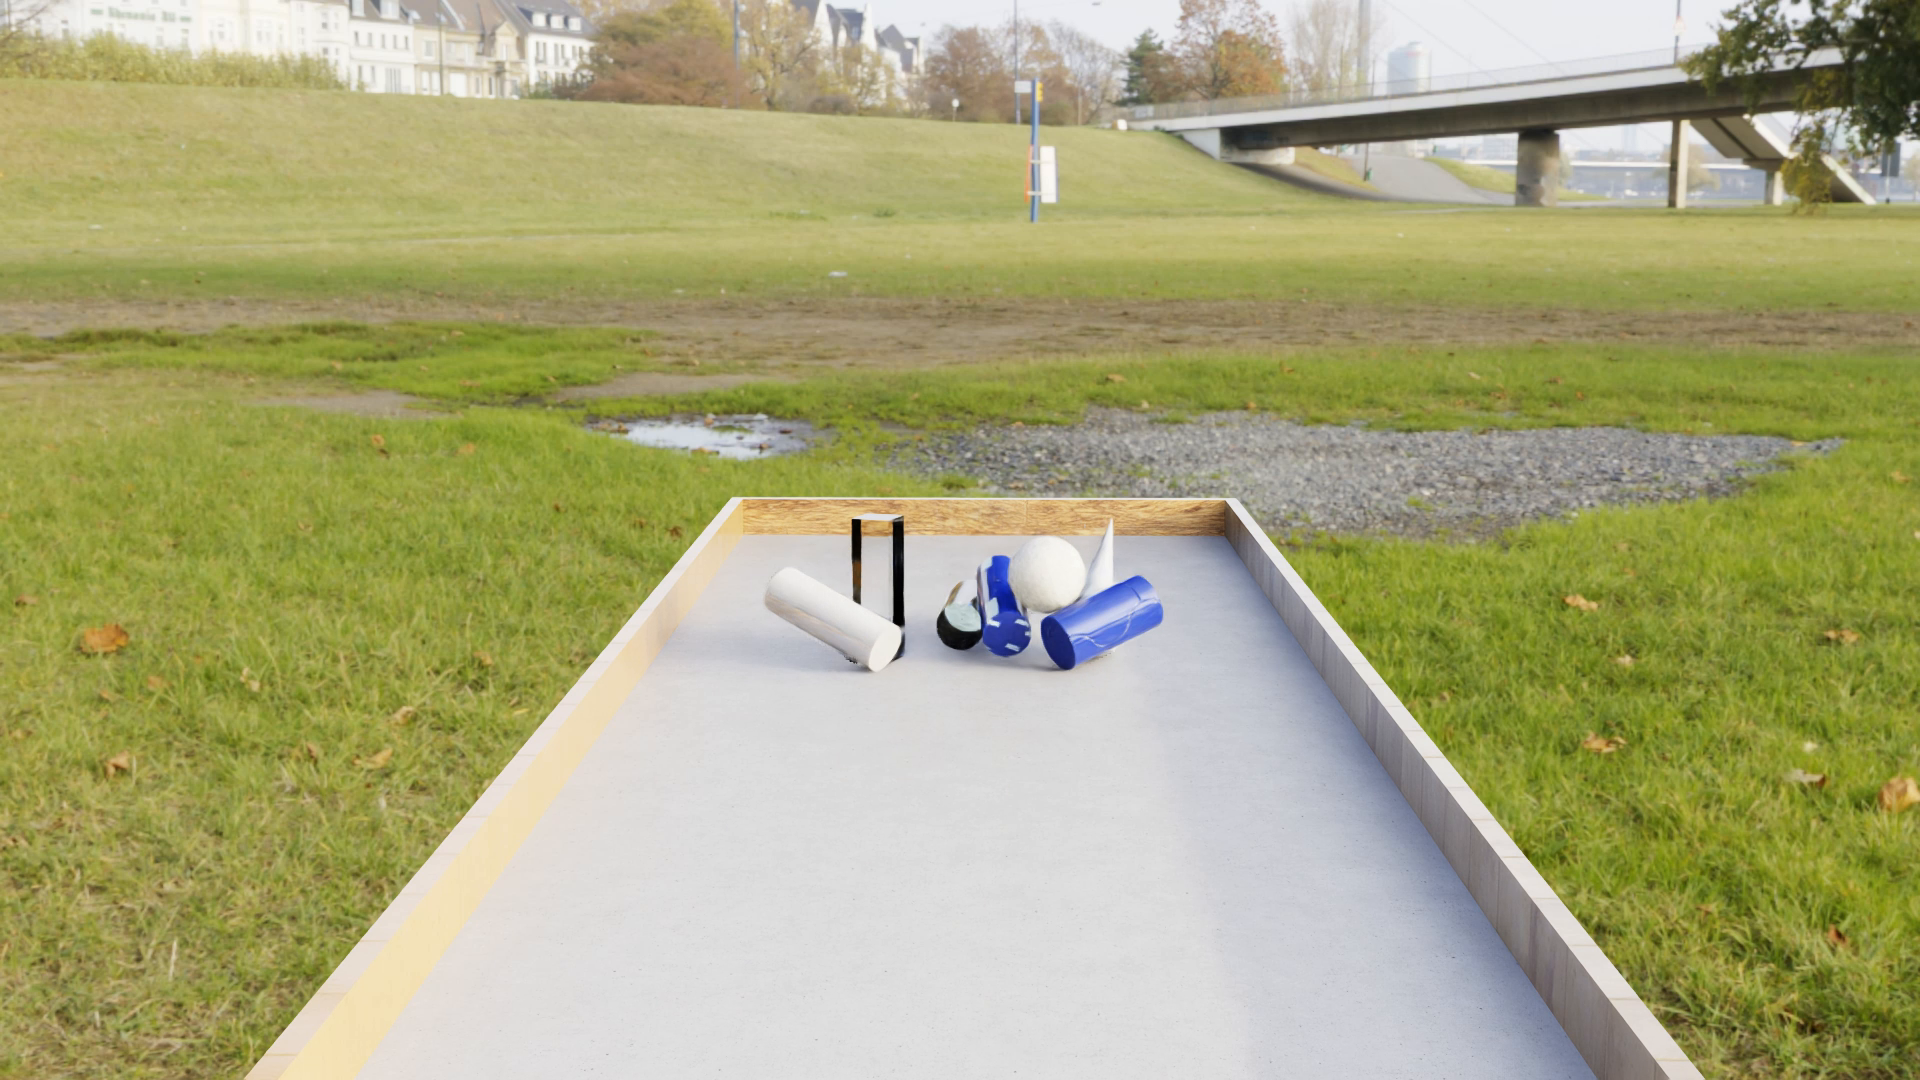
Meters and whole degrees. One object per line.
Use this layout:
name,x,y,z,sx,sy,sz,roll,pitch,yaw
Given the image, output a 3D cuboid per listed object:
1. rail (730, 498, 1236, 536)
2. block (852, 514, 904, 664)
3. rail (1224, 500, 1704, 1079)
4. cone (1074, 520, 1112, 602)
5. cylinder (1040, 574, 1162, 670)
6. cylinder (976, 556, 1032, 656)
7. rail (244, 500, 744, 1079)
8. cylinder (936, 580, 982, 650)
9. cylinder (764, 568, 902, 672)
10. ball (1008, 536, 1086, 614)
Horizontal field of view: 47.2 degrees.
rail,0.099,-0.098,9.147,2.100,0.150,0.050,0,9,1
block,-0.249,0.146,6.698,0.120,0.436,0.120,3,10,21
rail,1.046,0.843,3.208,0.050,0.150,12.000,0,9,1
cone,0.431,0.121,6.819,0.168,0.418,0.168,12,-18,4
cylinder,0.425,0.247,6.606,0.330,0.175,0.175,-24,19,-26
cylinder,0.132,0.201,6.819,0.148,0.148,0.427,0,23,-2
rail,-1.004,0.839,3.234,0.050,0.150,12.000,0,9,1
cylinder,0.019,0.236,7.043,0.150,0.150,0.421,1,9,5
cylinder,-0.384,0.236,6.613,0.409,0.151,0.151,28,22,26
ball,0.261,0.104,6.616,0.232,0.232,0.232,0,9,0
